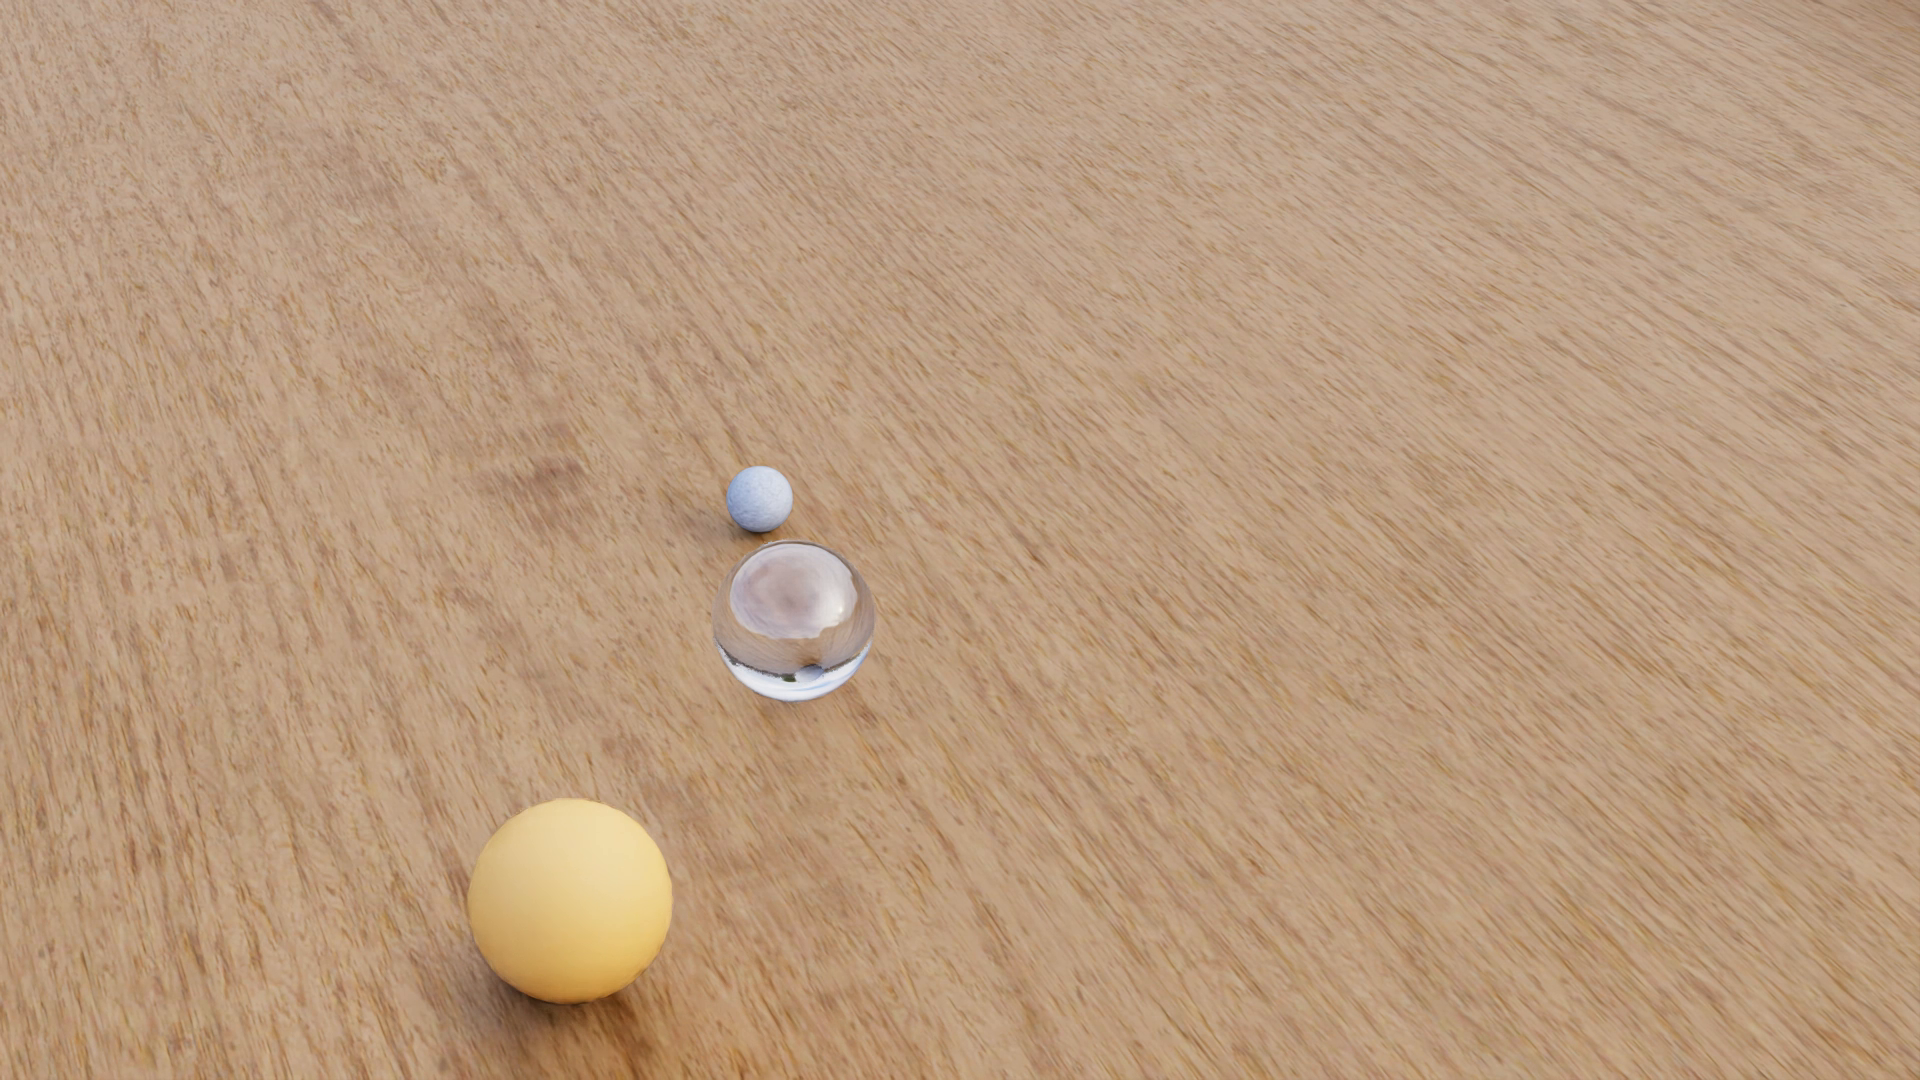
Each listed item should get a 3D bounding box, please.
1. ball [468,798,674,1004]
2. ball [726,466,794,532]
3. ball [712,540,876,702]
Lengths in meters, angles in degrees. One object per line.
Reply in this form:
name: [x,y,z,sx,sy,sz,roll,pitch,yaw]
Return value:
ball: [-0.184,0.171,1.389,0.096,0.096,0.096,0,31,0]
ball: [-0.121,-0.025,1.772,0.040,0.040,0.040,0,31,0]
ball: [-0.091,0.044,1.609,0.089,0.089,0.089,0,31,0]
